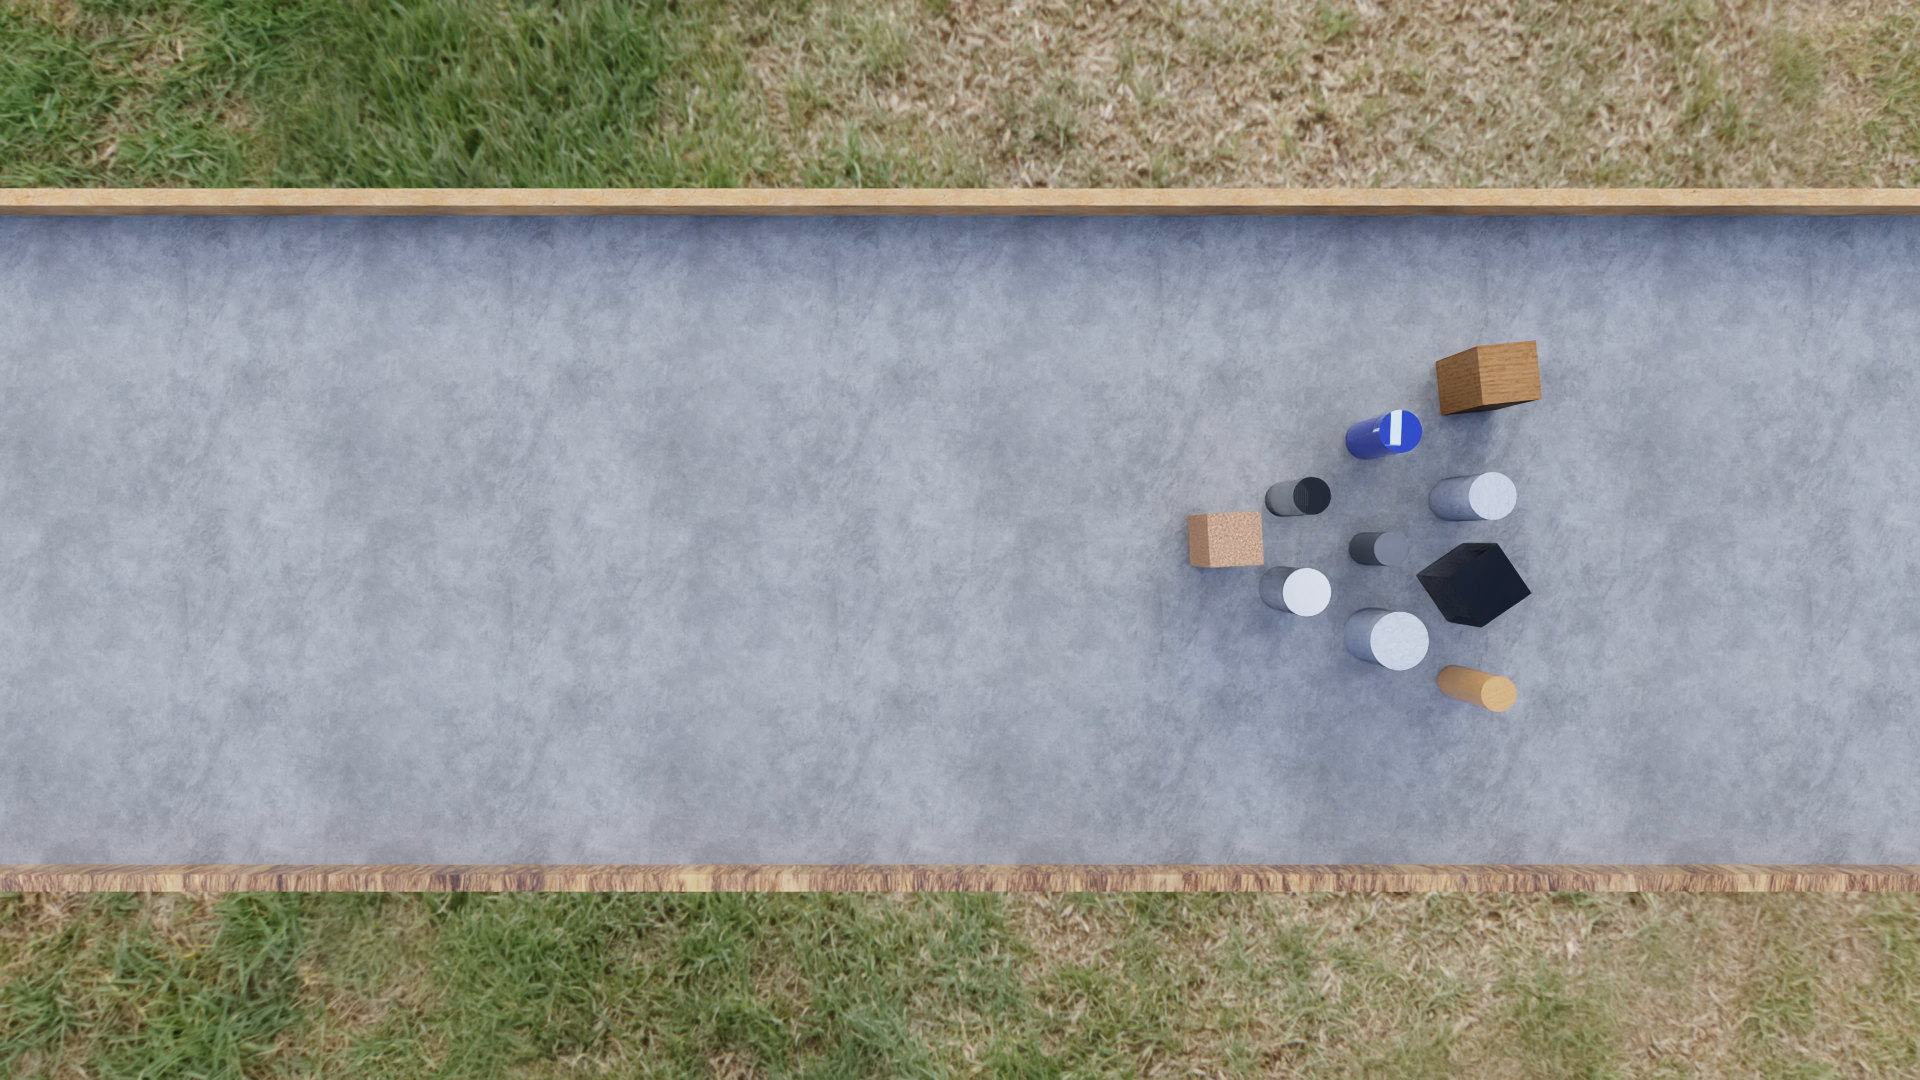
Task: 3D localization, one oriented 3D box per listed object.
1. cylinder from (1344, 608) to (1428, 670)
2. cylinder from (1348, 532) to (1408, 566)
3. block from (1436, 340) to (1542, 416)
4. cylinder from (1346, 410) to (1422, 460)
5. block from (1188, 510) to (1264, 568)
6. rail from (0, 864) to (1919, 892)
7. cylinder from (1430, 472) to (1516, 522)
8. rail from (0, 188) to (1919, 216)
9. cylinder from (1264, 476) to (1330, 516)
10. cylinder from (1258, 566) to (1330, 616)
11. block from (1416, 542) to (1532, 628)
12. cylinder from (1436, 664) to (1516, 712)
[{"bbox_3d":[1.264,0.291,4.909,0.169,0.334,0.169,0,90,0],"label":"cylinder"},{"bbox_3d":[1.247,0.026,4.922,0.101,0.309,0.101,0,90,0],"label":"cylinder"},{"bbox_3d":[1.555,-0.474,4.873,0.168,0.408,0.168,-6,90,0],"label":"block"},{"bbox_3d":[1.247,-0.308,4.872,0.122,0.409,0.122,0,90,0],"label":"cylinder"},{"bbox_3d":[0.781,-0.003,4.876,0.153,0.402,0.153,-3,90,0],"label":"block"},{"bbox_3d":[-2.247,1.025,5.001,12.000,0.150,0.050,0,90,0],"label":"rail"},{"bbox_3d":[1.513,-0.125,4.879,0.136,0.395,0.136,0,90,0],"label":"cylinder"},{"bbox_3d":[-2.247,-1.025,5.002,12.000,0.150,0.050,0,90,0],"label":"rail"},{"bbox_3d":[0.992,-0.124,4.861,0.108,0.431,0.108,0,90,0],"label":"cylinder"},{"bbox_3d":[0.988,0.149,4.887,0.137,0.380,0.137,0,90,0],"label":"cylinder"},{"bbox_3d":[1.524,0.130,4.912,0.175,0.330,0.175,-34,90,0],"label":"block"},{"bbox_3d":[1.519,0.434,4.862,0.101,0.429,0.101,0,90,0],"label":"cylinder"}]
